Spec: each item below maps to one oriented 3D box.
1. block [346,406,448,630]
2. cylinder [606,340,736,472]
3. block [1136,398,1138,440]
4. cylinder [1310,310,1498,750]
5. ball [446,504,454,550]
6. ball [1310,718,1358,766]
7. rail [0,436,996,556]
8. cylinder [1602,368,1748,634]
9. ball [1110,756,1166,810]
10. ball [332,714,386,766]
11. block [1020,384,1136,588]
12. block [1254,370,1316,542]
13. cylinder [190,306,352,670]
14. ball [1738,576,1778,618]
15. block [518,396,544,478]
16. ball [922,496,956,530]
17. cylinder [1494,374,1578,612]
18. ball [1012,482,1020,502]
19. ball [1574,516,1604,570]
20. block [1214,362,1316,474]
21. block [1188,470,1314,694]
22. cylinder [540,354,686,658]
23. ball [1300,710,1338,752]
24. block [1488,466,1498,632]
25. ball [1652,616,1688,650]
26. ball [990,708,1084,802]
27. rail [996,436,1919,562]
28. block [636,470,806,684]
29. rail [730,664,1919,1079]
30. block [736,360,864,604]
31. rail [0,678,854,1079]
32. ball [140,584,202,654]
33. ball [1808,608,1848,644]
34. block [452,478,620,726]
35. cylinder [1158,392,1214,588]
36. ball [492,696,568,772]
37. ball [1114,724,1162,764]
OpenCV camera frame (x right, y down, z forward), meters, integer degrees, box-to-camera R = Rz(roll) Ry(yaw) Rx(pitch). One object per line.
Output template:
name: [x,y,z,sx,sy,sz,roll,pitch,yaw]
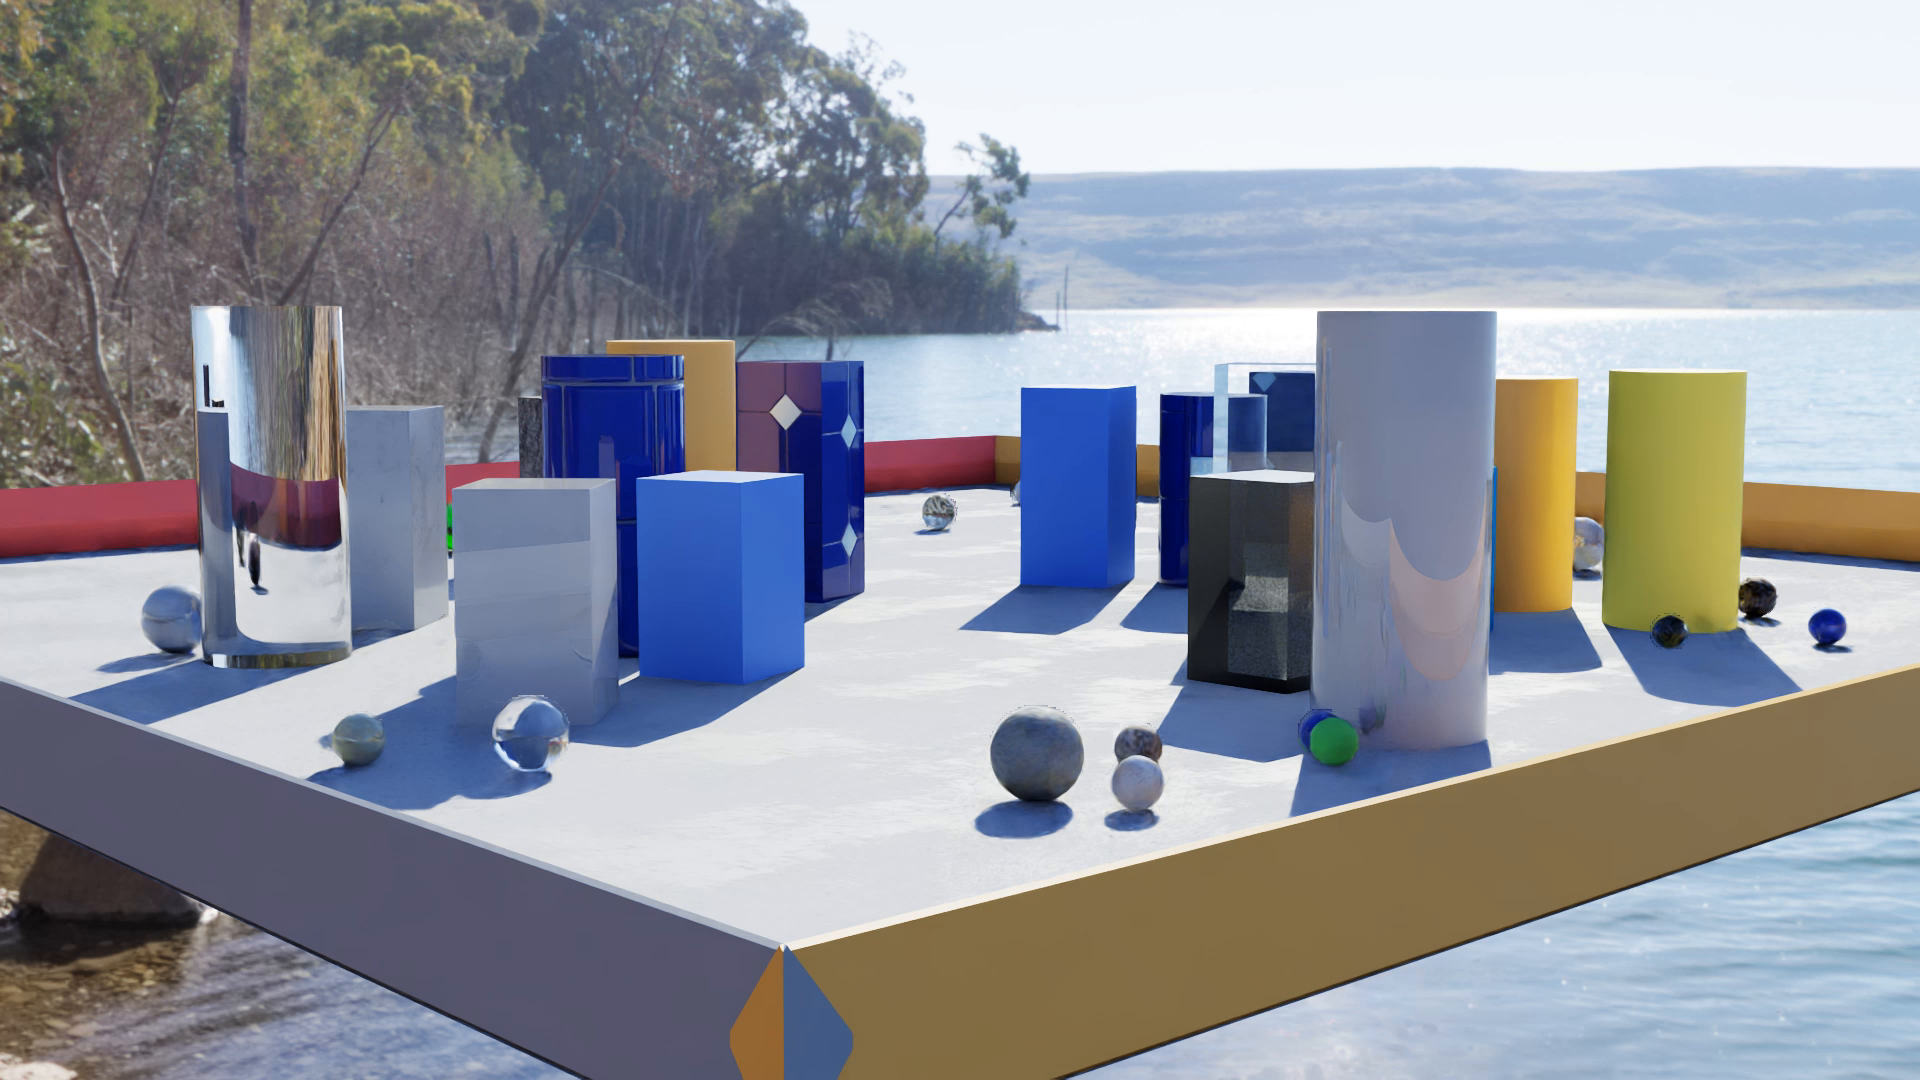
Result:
block: [-0.815,-0.034,3.085,0.146,0.303,0.146,1,6,5]
cylinder: [-0.413,-0.088,3.160,0.183,0.394,0.183,0,6,0]
block: [0.276,-0.158,4.438,0.146,0.261,0.146,0,6,-1]
cylinder: [0.458,-0.017,2.281,0.183,0.439,0.183,0,6,0]
ball: [-0.905,-0.024,3.989,0.091,0.091,0.091,0,6,0]
ball: [0.363,0.196,2.135,0.047,0.047,0.047,0,6,0]
rail: [-1.049,-0.090,4.463,3.144,0.119,0.045,-6,8,-42]
cylinder: [0.996,-0.059,3.070,0.183,0.355,0.183,0,6,0]
ball: [0.157,0.215,1.946,0.048,0.048,0.048,0,6,0]
ball: [-0.583,0.194,2.134,0.051,0.051,0.051,0,6,0]
block: [0.192,-0.090,3.550,0.146,0.315,0.146,2,7,22]
block: [0.668,-0.166,4.235,0.146,0.320,0.146,5,8,40]
cylinder: [-0.866,-0.072,2.770,0.183,0.444,0.183,0,6,0]
ball: [1.141,0.081,3.154,0.058,0.058,0.058,0,6,0]
block: [-0.672,-0.108,3.861,0.146,0.285,0.146,-5,8,-40]
ball: [-0.043,-0.055,4.389,0.068,0.068,0.068,0,6,0]
cylinder: [0.822,-0.073,3.276,0.183,0.339,0.183,0,6,0]
ball: [0.144,-0.107,4.960,0.050,0.050,0.050,0,6,0]
ball: [1.045,0.006,3.707,0.090,0.090,0.090,0,6,0]
block: [0.454,-0.073,3.177,0.146,0.361,0.146,2,6,20]
block: [0.375,0.045,2.616,0.146,0.244,0.146,6,9,45]
cylinder: [-0.447,-0.048,2.851,0.183,0.380,0.183,0,6,0]
ball: [0.360,0.192,2.182,0.044,0.044,0.044,0,6,0]
block: [0.638,0.008,3.048,0.146,0.226,0.146,-2,6,-20]
ball: [0.922,0.120,2.856,0.044,0.044,0.044,0,6,0]
ball: [0.069,0.193,1.979,0.085,0.085,0.085,0,6,0]
rail: [1.138,-0.080,4.377,0.045,0.119,3.142,-6,8,-42]
block: [-0.289,0.042,2.675,0.146,0.239,0.146,3,7,26]
rail: [1.049,0.151,2.202,3.144,0.119,0.045,-6,8,-42]
block: [-0.244,-0.094,3.376,0.146,0.360,0.146,3,7,23]
rail: [-1.138,0.142,2.288,0.045,0.119,3.142,-6,8,-42]
ball: [-1.005,0.101,2.824,0.090,0.090,0.090,0,6,0]
ball: [1.143,0.113,2.898,0.049,0.049,0.049,0,6,0]
block: [-0.461,0.064,2.402,0.146,0.252,0.146,0,6,2]
cylinder: [0.412,-0.083,3.540,0.183,0.304,0.183,0,6,0]
ball: [-0.411,0.186,2.104,0.072,0.072,0.072,0,6,0]
ball: [0.170,0.199,2.103,0.046,0.046,0.046,0,6,0]
